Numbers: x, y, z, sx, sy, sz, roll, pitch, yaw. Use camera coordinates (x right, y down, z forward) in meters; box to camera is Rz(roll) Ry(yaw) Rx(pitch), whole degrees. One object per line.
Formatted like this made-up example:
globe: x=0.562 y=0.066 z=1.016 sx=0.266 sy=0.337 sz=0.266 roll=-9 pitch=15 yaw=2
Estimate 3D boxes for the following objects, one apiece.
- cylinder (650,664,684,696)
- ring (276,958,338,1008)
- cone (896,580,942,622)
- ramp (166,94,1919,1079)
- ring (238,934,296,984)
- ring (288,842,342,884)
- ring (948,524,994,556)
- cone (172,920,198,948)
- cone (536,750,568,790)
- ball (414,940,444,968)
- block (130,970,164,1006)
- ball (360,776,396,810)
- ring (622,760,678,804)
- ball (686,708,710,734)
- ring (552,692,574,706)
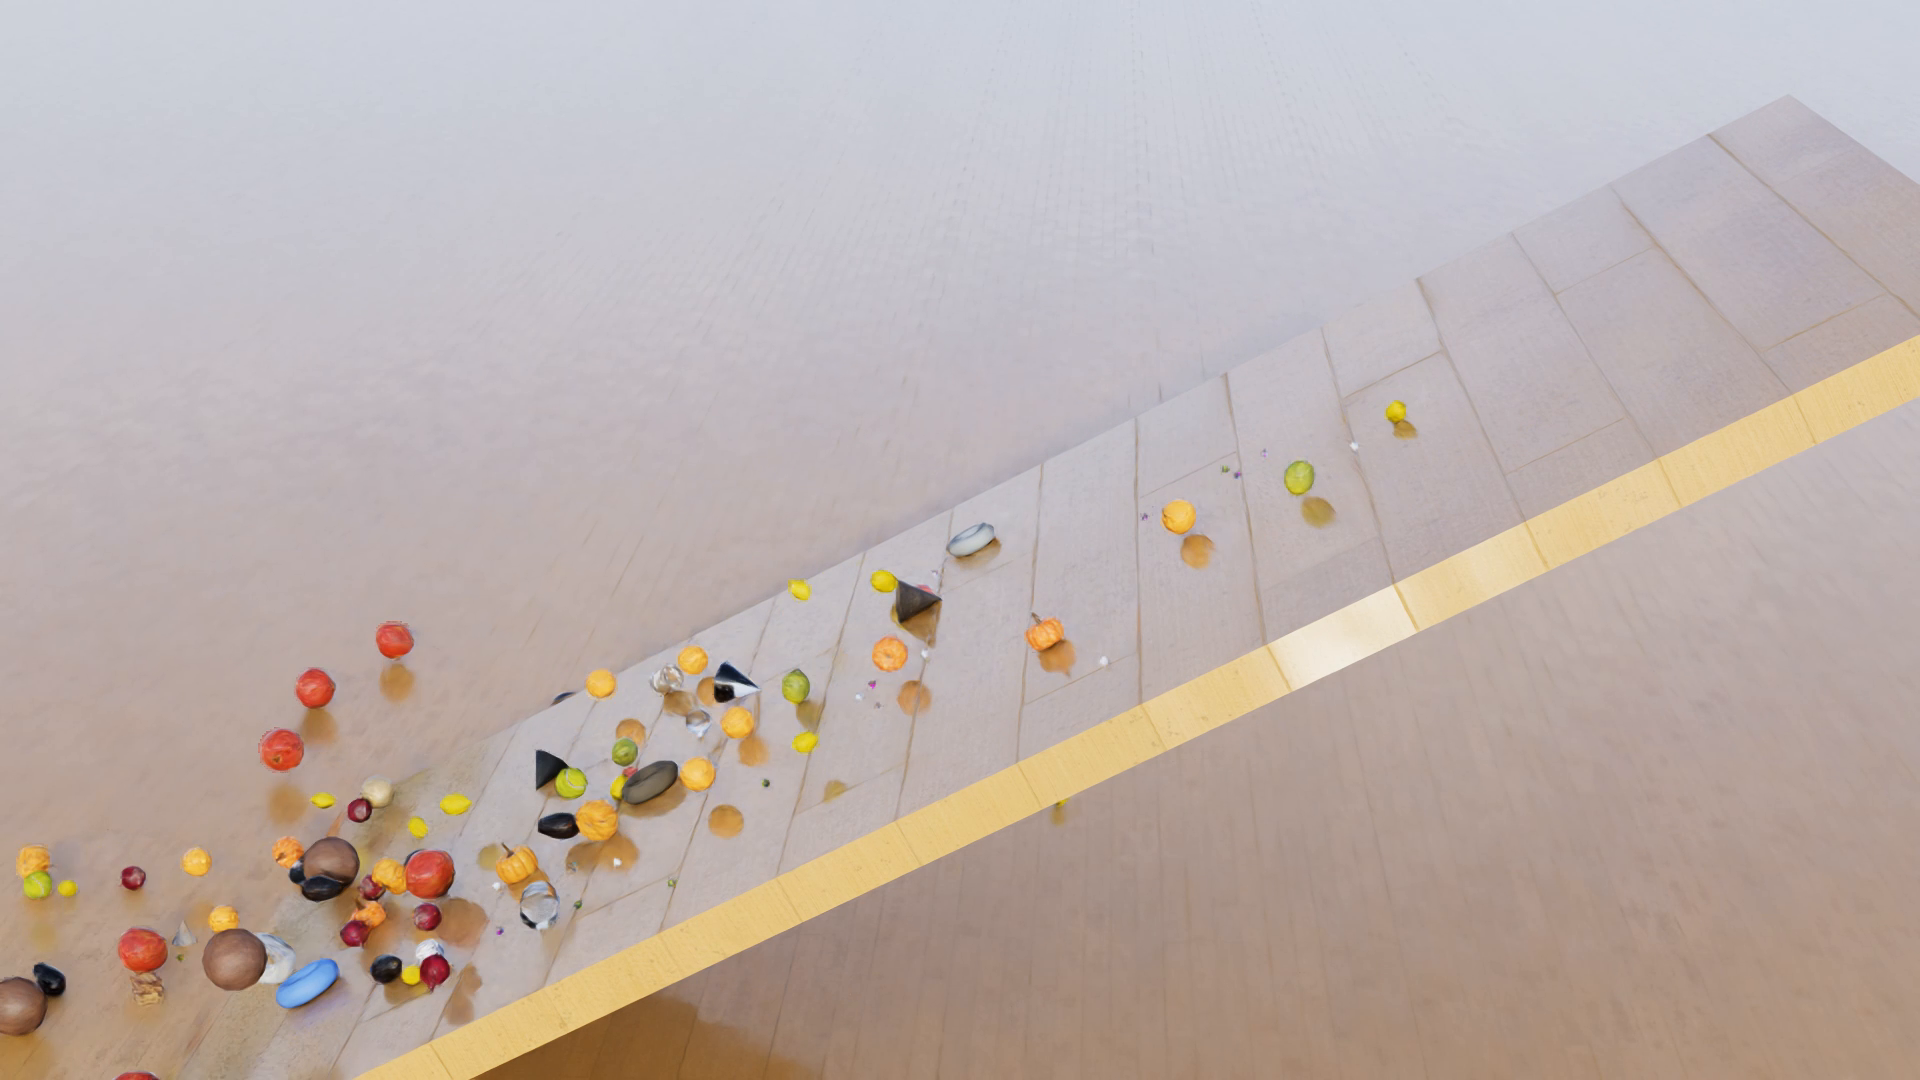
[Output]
cylinder: x=-0.697 y=0.333 z=6.988 sx=0.059 sy=0.059 sz=0.059 roll=-18 pitch=-7 yaw=-45
ring: x=-1.378 y=0.937 z=6.212 sx=0.145 sy=0.048 sz=0.145 roll=-30 pitch=10 yaw=6
cone: x=-0.088 y=0.133 z=6.547 sx=0.100 sy=0.100 sz=0.100 roll=-3 pitch=18 yaw=-8
ramp: x=0.141 y=0.167 z=6.281 sx=4.000 sy=0.100 sz=2.000 roll=-26 pitch=14 yaw=11
ring: x=-1.506 y=0.910 z=6.387 sx=0.131 sy=0.131 sz=0.044 roll=2 pitch=33 yaw=6
ring: x=-1.558 y=0.783 z=7.114 sx=0.143 sy=0.048 sz=0.143 roll=-26 pitch=15 yaw=8
ring: x=0.027 y=0.000 z=6.810 sx=0.116 sy=0.039 sz=0.116 roll=-27 pitch=13 yaw=7
cone: x=-1.855 y=0.934 z=7.028 sx=0.058 sy=0.058 sz=0.058 roll=0 pitch=17 yaw=0
cone: x=-0.964 y=0.545 z=6.817 sx=0.085 sy=0.085 sz=0.085 roll=22 pitch=-20 yaw=9
ball: x=-1.074 y=0.837 z=5.952 sx=0.057 sy=0.057 sz=0.057 roll=0 pitch=17 yaw=0
block: x=-1.861 y=1.027 z=6.734 sx=0.055 sy=0.055 sz=0.055 roll=-12 pitch=21 yaw=-33
ball: x=-1.453 y=0.630 z=7.341 sx=0.084 sy=0.084 sz=0.084 roll=0 pitch=17 yaw=0
ring: x=-0.665 y=0.519 z=6.309 sx=0.135 sy=0.045 sz=0.135 roll=-28 pitch=13 yaw=7
ball: x=-0.581 y=0.402 z=6.534 sx=0.056 sy=0.056 sz=0.056 roll=0 pitch=17 yaw=0
ring: x=-1.024 y=0.450 z=7.754 sx=0.112 sy=0.112 sz=0.037 roll=7 pitch=35 yaw=21
